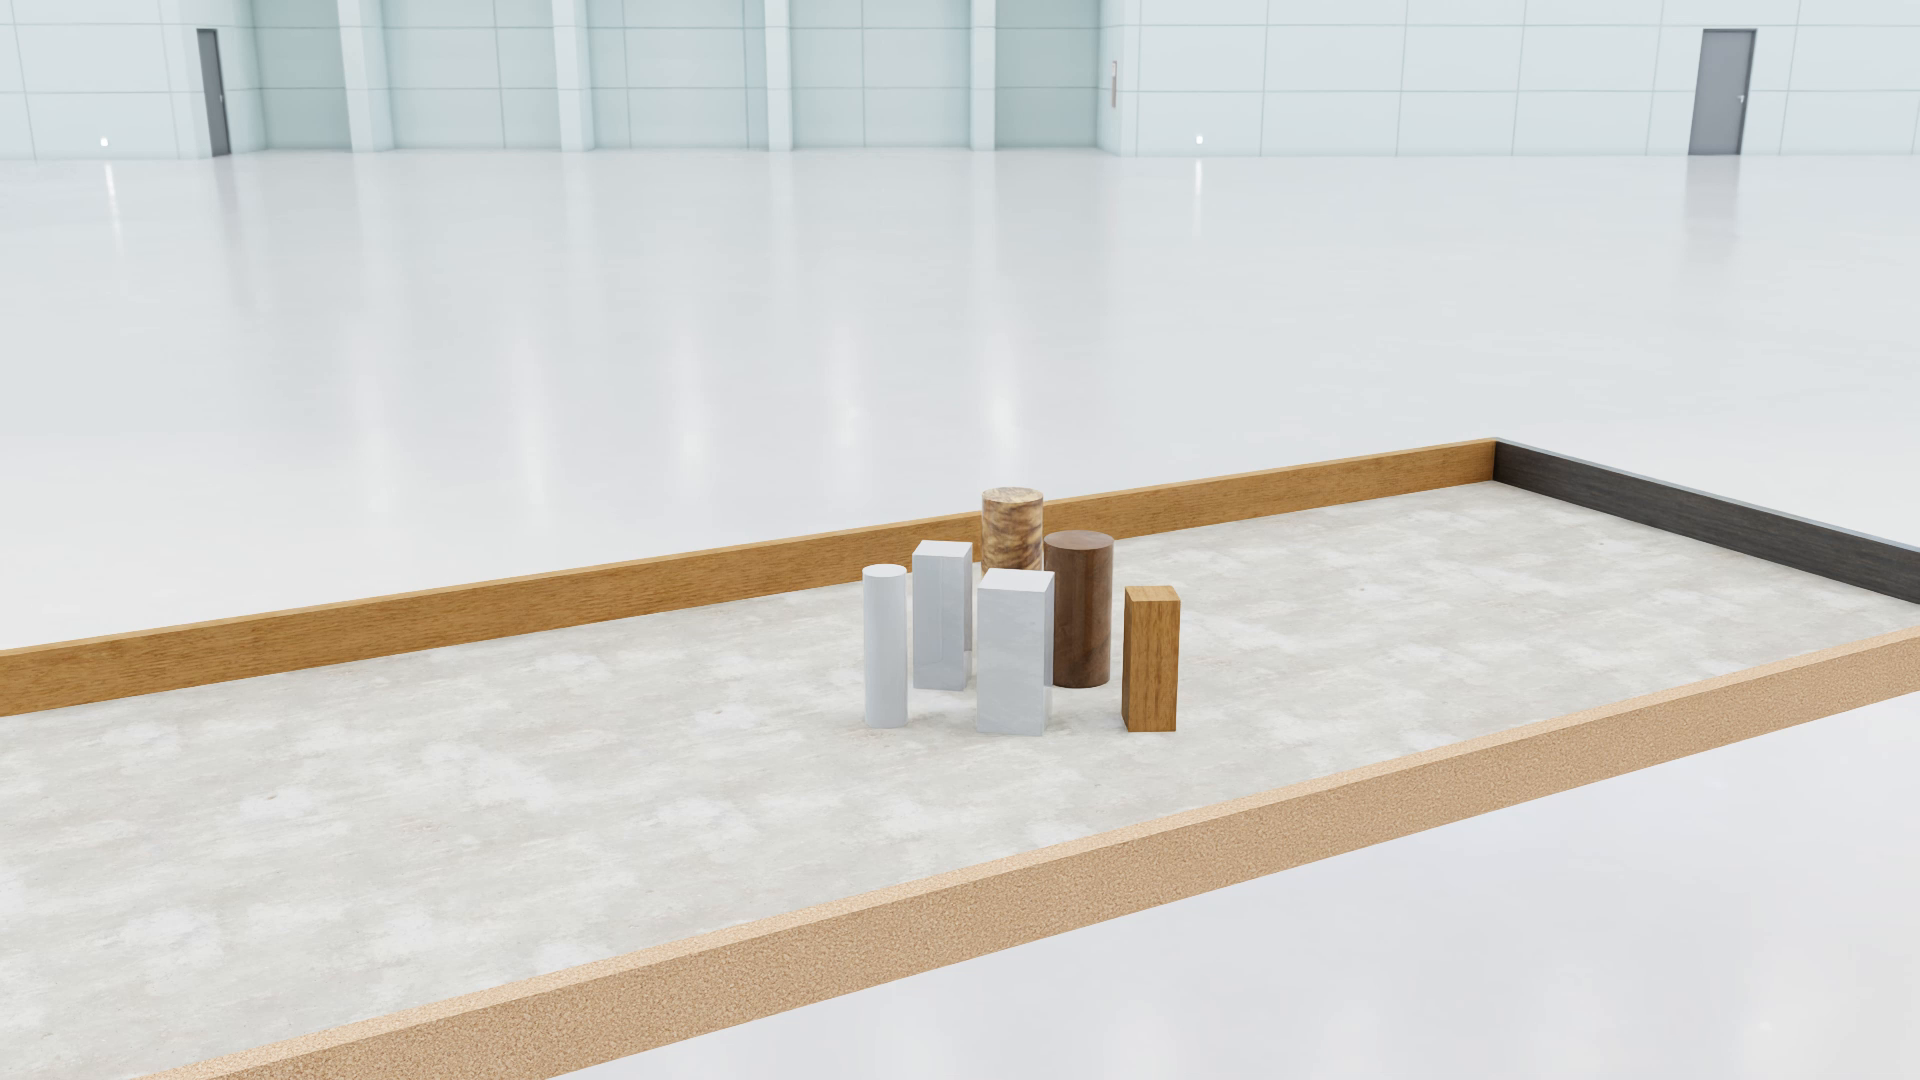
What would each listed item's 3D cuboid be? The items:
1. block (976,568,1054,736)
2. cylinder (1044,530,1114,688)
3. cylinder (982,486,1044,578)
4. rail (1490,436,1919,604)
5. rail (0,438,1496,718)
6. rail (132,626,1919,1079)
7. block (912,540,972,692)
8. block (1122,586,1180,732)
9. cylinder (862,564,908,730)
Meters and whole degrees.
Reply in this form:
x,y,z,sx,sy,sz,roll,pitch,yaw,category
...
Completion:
x,y,z,sx,sy,sz,roll,pitch,yaw,category
0.130,0.260,3.847,0.155,0.351,0.155,3,17,11,block
0.294,0.172,4.130,0.174,0.360,0.174,0,16,0,cylinder
0.136,0.079,4.354,0.162,0.412,0.162,0,16,0,cylinder
2.466,-0.048,5.253,0.050,0.150,2.100,-9,18,-27,rail
-3.305,0.497,3.399,12.000,0.150,0.050,-9,18,-27,rail
-2.336,1.006,1.665,12.000,0.150,0.050,-9,18,-27,rail
-0.042,0.188,4.101,0.127,0.347,0.127,3,17,10,block
0.444,0.277,3.844,0.111,0.321,0.111,-1,16,-3,block
-0.174,0.248,3.849,0.102,0.373,0.102,0,16,0,cylinder
